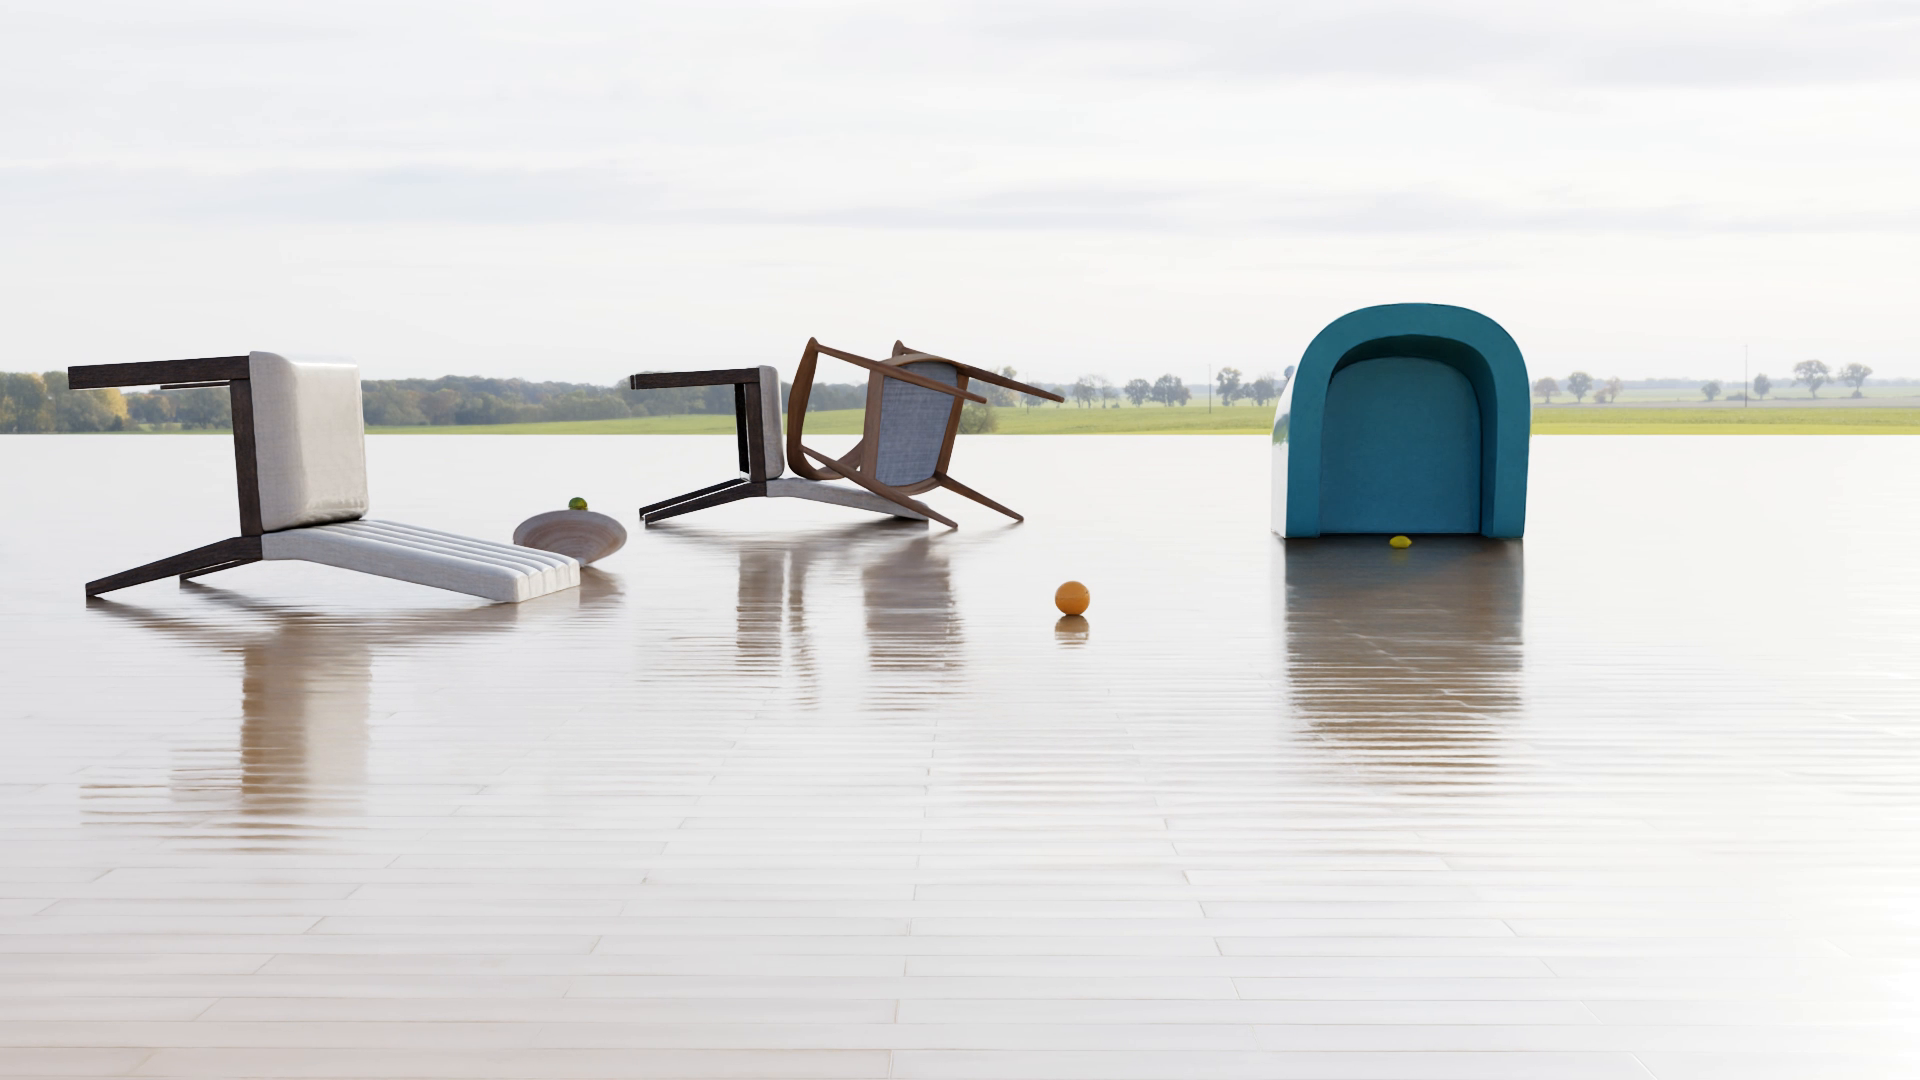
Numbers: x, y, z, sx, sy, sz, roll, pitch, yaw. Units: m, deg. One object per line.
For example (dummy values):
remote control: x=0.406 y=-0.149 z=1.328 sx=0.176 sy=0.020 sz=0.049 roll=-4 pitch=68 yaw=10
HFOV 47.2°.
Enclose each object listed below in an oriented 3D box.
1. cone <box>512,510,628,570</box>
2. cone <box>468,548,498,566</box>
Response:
cone: x=-0.974 y=0.033 z=5.533 sx=0.290 sy=0.161 sz=0.163 roll=0 pitch=30 yaw=-15
cone: x=-1.216 y=0.055 z=5.570 sx=0.078 sy=0.052 sz=0.079 roll=-19 pitch=9 yaw=-5
